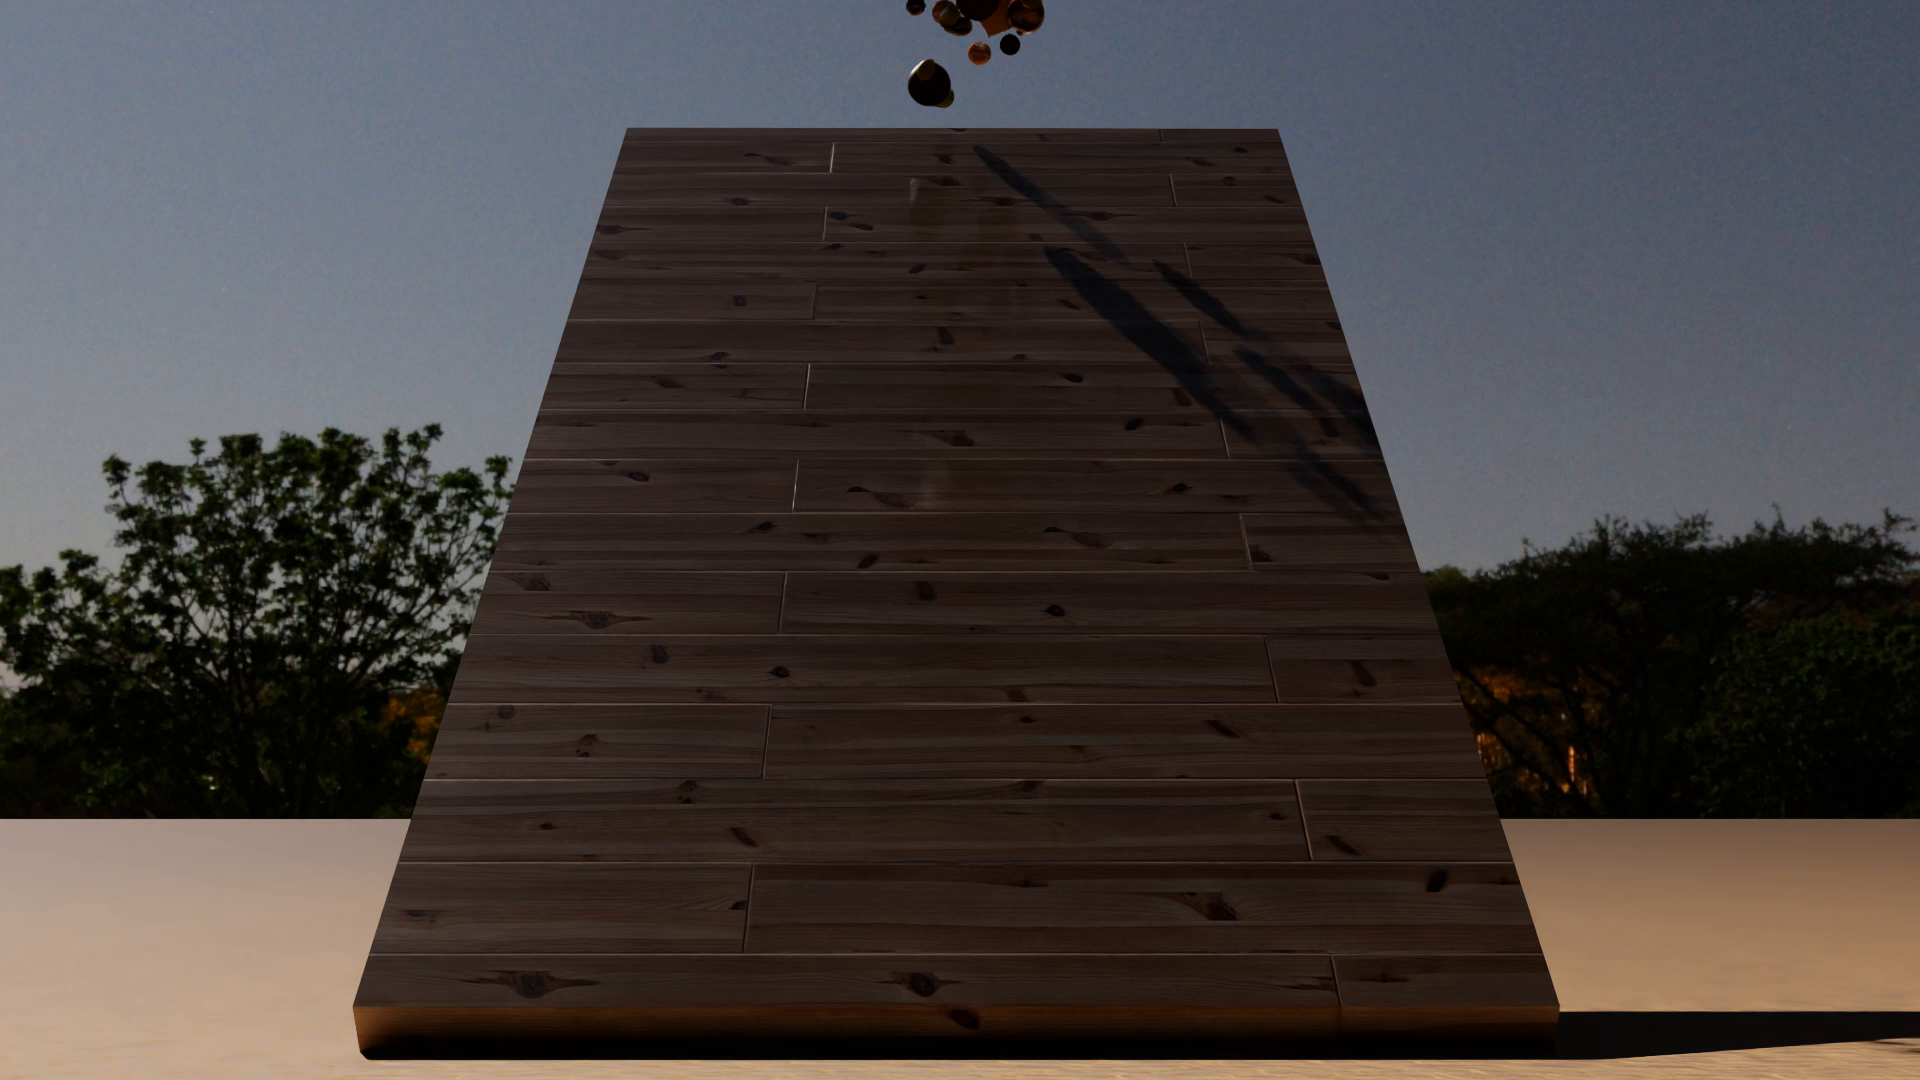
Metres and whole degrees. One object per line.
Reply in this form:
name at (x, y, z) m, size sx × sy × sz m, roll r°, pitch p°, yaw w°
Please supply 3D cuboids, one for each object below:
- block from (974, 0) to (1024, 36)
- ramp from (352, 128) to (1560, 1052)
block at (0.120, -1.616, 7.398) m, size 0.097 × 0.097 × 0.097 m, roll -15°, pitch -56°, yaw 31°
ramp at (-0.014, -0.204, 5.762) m, size 2.000 × 0.100 × 4.000 m, roll 0°, pitch 31°, yaw 0°
